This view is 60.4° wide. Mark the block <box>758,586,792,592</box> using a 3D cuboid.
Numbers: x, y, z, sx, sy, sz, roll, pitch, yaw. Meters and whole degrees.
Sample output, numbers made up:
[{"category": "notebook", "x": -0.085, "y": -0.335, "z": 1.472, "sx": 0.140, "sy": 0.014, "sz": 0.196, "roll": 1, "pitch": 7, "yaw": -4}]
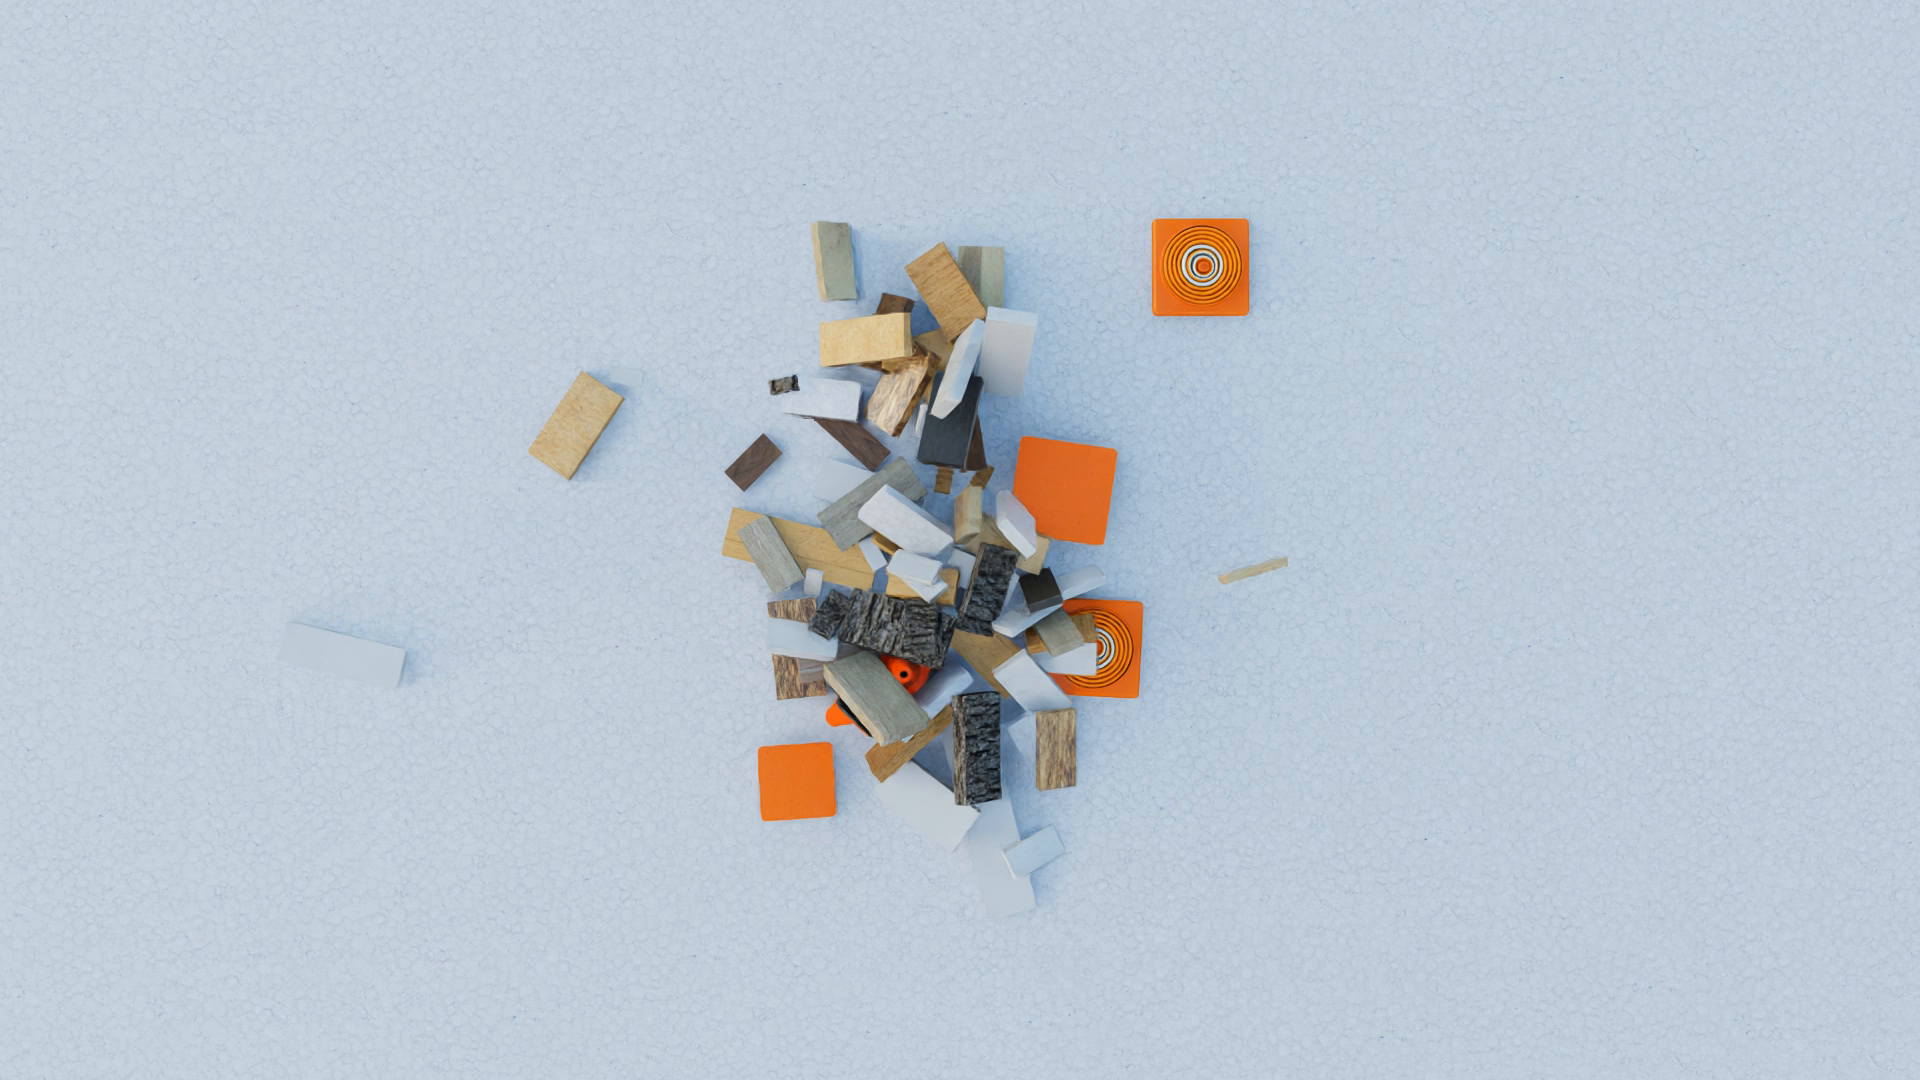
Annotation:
[{"category": "block", "x": -0.612, "y": 0.162, "z": 5.473, "sx": 0.108, "sy": 0.054, "sz": 0.015, "roll": -6, "pitch": 89, "yaw": 0}]

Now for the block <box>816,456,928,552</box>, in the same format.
[{"category": "block", "x": -0.289, "y": -0.118, "z": 5.437, "sx": 0.344, "sy": 0.042, "sz": 0.149, "roll": -35, "pitch": 89, "yaw": -2}]

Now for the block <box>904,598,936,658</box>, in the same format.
[{"category": "block", "x": -0.128, "y": 0.285, "z": 5.342, "sx": 0.098, "sy": 0.028, "sz": 0.195, "roll": -1, "pitch": 67, "yaw": 3}]

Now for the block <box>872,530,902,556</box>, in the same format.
[{"category": "block", "x": -0.240, "y": 0.012, "z": 5.457, "sx": 0.107, "sy": 0.054, "sz": 0.015, "roll": 35, "pitch": 134, "yaw": -21}]

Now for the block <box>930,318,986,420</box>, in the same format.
[{"category": "block", "x": -0.002, "y": -0.543, "z": 5.232, "sx": 0.043, "sy": 0.152, "sz": 0.303, "roll": 26, "pitch": 62, "yaw": -15}]

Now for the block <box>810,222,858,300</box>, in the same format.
[{"category": "block", "x": -0.415, "y": -0.920, "z": 5.446, "sx": 0.127, "sy": 0.036, "sz": 0.255, "roll": -7, "pitch": 90, "yaw": -39}]

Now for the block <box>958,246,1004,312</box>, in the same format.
[{"category": "block", "x": 0.067, "y": -0.820, "z": 5.479, "sx": 0.152, "sy": 0.043, "sz": 0.303, "roll": 2, "pitch": 90, "yaw": 0}]

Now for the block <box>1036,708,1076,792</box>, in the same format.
[{"category": "block", "x": 0.317, "y": 0.690, "z": 5.438, "sx": 0.130, "sy": 0.037, "sz": 0.260, "roll": -5, "pitch": 101, "yaw": -20}]

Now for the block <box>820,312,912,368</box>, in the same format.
[{"category": "block", "x": -0.311, "y": -0.653, "z": 5.390, "sx": 0.338, "sy": 0.041, "sz": 0.144, "roll": -3, "pitch": 89, "yaw": 33}]

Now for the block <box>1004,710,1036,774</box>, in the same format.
[{"category": "block", "x": 0.236, "y": 0.667, "z": 5.453, "sx": 0.098, "sy": 0.028, "sz": 0.195, "roll": -29, "pitch": 110, "yaw": 0}]

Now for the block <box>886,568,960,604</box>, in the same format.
[{"category": "block", "x": -0.122, "y": 0.145, "z": 5.426, "sx": 0.227, "sy": 0.032, "sz": 0.113, "roll": 5, "pitch": 61, "yaw": 11}]

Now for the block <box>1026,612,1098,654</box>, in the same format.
[{"category": "block", "x": 0.329, "y": 0.305, "z": 5.387, "sx": 0.227, "sy": 0.113, "sz": 0.032, "roll": -12, "pitch": 122, "yaw": 6}]

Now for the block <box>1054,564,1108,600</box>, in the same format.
[{"category": "block", "x": 0.361, "y": 0.150, "z": 5.428, "sx": 0.225, "sy": 0.113, "sz": 0.032, "roll": -21, "pitch": 113, "yaw": -7}]

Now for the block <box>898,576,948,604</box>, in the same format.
[{"category": "block", "x": -0.123, "y": 0.132, "z": 5.392, "sx": 0.083, "sy": 0.023, "sz": 0.166, "roll": -40, "pitch": 58, "yaw": -17}]

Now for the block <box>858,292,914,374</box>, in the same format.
[{"category": "block", "x": -0.245, "y": -0.682, "z": 5.442, "sx": 0.127, "sy": 0.036, "sz": 0.255, "roll": 20, "pitch": 90, "yaw": 45}]

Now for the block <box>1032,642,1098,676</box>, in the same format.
[{"category": "block", "x": 0.343, "y": 0.385, "z": 5.422, "sx": 0.212, "sy": 0.030, "sz": 0.106, "roll": 3, "pitch": 93, "yaw": 9}]

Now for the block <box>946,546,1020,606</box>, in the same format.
[{"category": "block", "x": 0.069, "y": 0.120, "z": 5.463, "sx": 0.235, "sy": 0.032, "sz": 0.113, "roll": 23, "pitch": 102, "yaw": 0}]

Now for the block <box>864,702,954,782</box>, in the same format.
[{"category": "block", "x": -0.161, "y": 0.642, "z": 5.414, "sx": 0.333, "sy": 0.167, "sz": 0.047, "roll": -41, "pitch": 110, "yaw": 0}]

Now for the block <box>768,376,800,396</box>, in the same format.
[{"category": "block", "x": -0.582, "y": -0.511, "z": 5.447, "sx": 0.095, "sy": 0.014, "sz": 0.048, "roll": -12, "pitch": 85, "yaw": 4}]

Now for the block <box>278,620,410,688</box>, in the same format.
[{"category": "block", "x": -2.048, "y": 0.380, "z": 5.481, "sx": 0.403, "sy": 0.037, "sz": 0.132, "roll": 13, "pitch": 90, "yaw": 0}]

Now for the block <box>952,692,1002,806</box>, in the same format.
[{"category": "block", "x": 0.056, "y": 0.676, "z": 5.370, "sx": 0.050, "sy": 0.176, "sz": 0.353, "roll": -1, "pitch": 90, "yaw": 42}]

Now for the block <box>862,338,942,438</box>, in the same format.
[{"category": "block", "x": -0.191, "y": -0.503, "z": 5.411, "sx": 0.149, "sy": 0.042, "sz": 0.299, "roll": 37, "pitch": 104, "yaw": 32}]

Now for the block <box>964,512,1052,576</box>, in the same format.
[{"category": "block", "x": 0.157, "y": 0.010, "z": 5.445, "sx": 0.264, "sy": 0.037, "sz": 0.132, "roll": 19, "pitch": 112, "yaw": 6}]

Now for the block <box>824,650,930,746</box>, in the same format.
[{"category": "block", "x": -0.270, "y": 0.504, "z": 5.306, "sx": 0.176, "sy": 0.050, "sz": 0.353, "roll": -19, "pitch": 47, "yaw": -31}]

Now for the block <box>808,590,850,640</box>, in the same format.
[{"category": "block", "x": -0.427, "y": 0.246, "z": 5.438, "sx": 0.083, "sy": 0.023, "sz": 0.166, "roll": 27, "pitch": 55, "yaw": 7}]

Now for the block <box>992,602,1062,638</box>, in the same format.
[{"category": "block", "x": 0.218, "y": 0.244, "z": 5.405, "sx": 0.211, "sy": 0.106, "sz": 0.030, "roll": -31, "pitch": 116, "yaw": -26}]

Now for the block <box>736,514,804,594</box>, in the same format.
[{"category": "block", "x": -0.623, "y": 0.047, "z": 5.433, "sx": 0.117, "sy": 0.033, "sz": 0.241, "roll": -31, "pitch": 88, "yaw": -1}]

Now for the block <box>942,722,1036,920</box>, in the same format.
[{"category": "block", "x": 0.090, "y": 0.906, "z": 5.476, "sx": 0.166, "sy": 0.047, "sz": 0.678, "roll": -14, "pitch": 90, "yaw": 0}]

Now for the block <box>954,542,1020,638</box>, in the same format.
[{"category": "block", "x": 0.089, "y": 0.164, "z": 5.396, "sx": 0.130, "sy": 0.037, "sz": 0.294, "roll": 14, "pitch": 97, "yaw": -28}]

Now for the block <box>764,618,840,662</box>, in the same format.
[{"category": "block", "x": -0.517, "y": 0.326, "z": 5.398, "sx": 0.233, "sy": 0.033, "sz": 0.117, "roll": 8, "pitch": 52, "yaw": -7}]

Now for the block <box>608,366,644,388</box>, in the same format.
[{"category": "block", "x": -1.109, "y": -0.544, "z": 5.492, "sx": 0.108, "sy": 0.015, "sz": 0.054, "roll": 11, "pitch": 90, "yaw": 0}]

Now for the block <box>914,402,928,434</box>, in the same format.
[{"category": "block", "x": -0.125, "y": -0.392, "z": 5.339, "sx": 0.014, "sy": 0.048, "sz": 0.095, "roll": 9, "pitch": 105, "yaw": -16}]

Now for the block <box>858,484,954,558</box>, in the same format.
[{"category": "block", "x": -0.175, "y": -0.050, "z": 5.383, "sx": 0.288, "sy": 0.041, "sz": 0.144, "roll": 35, "pitch": 122, "yaw": -22}]

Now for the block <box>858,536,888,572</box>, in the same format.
[{"category": "block", "x": -0.288, "y": 0.045, "z": 5.446, "sx": 0.054, "sy": 0.015, "sz": 0.107, "roll": -28, "pitch": 90, "yaw": 0}]
